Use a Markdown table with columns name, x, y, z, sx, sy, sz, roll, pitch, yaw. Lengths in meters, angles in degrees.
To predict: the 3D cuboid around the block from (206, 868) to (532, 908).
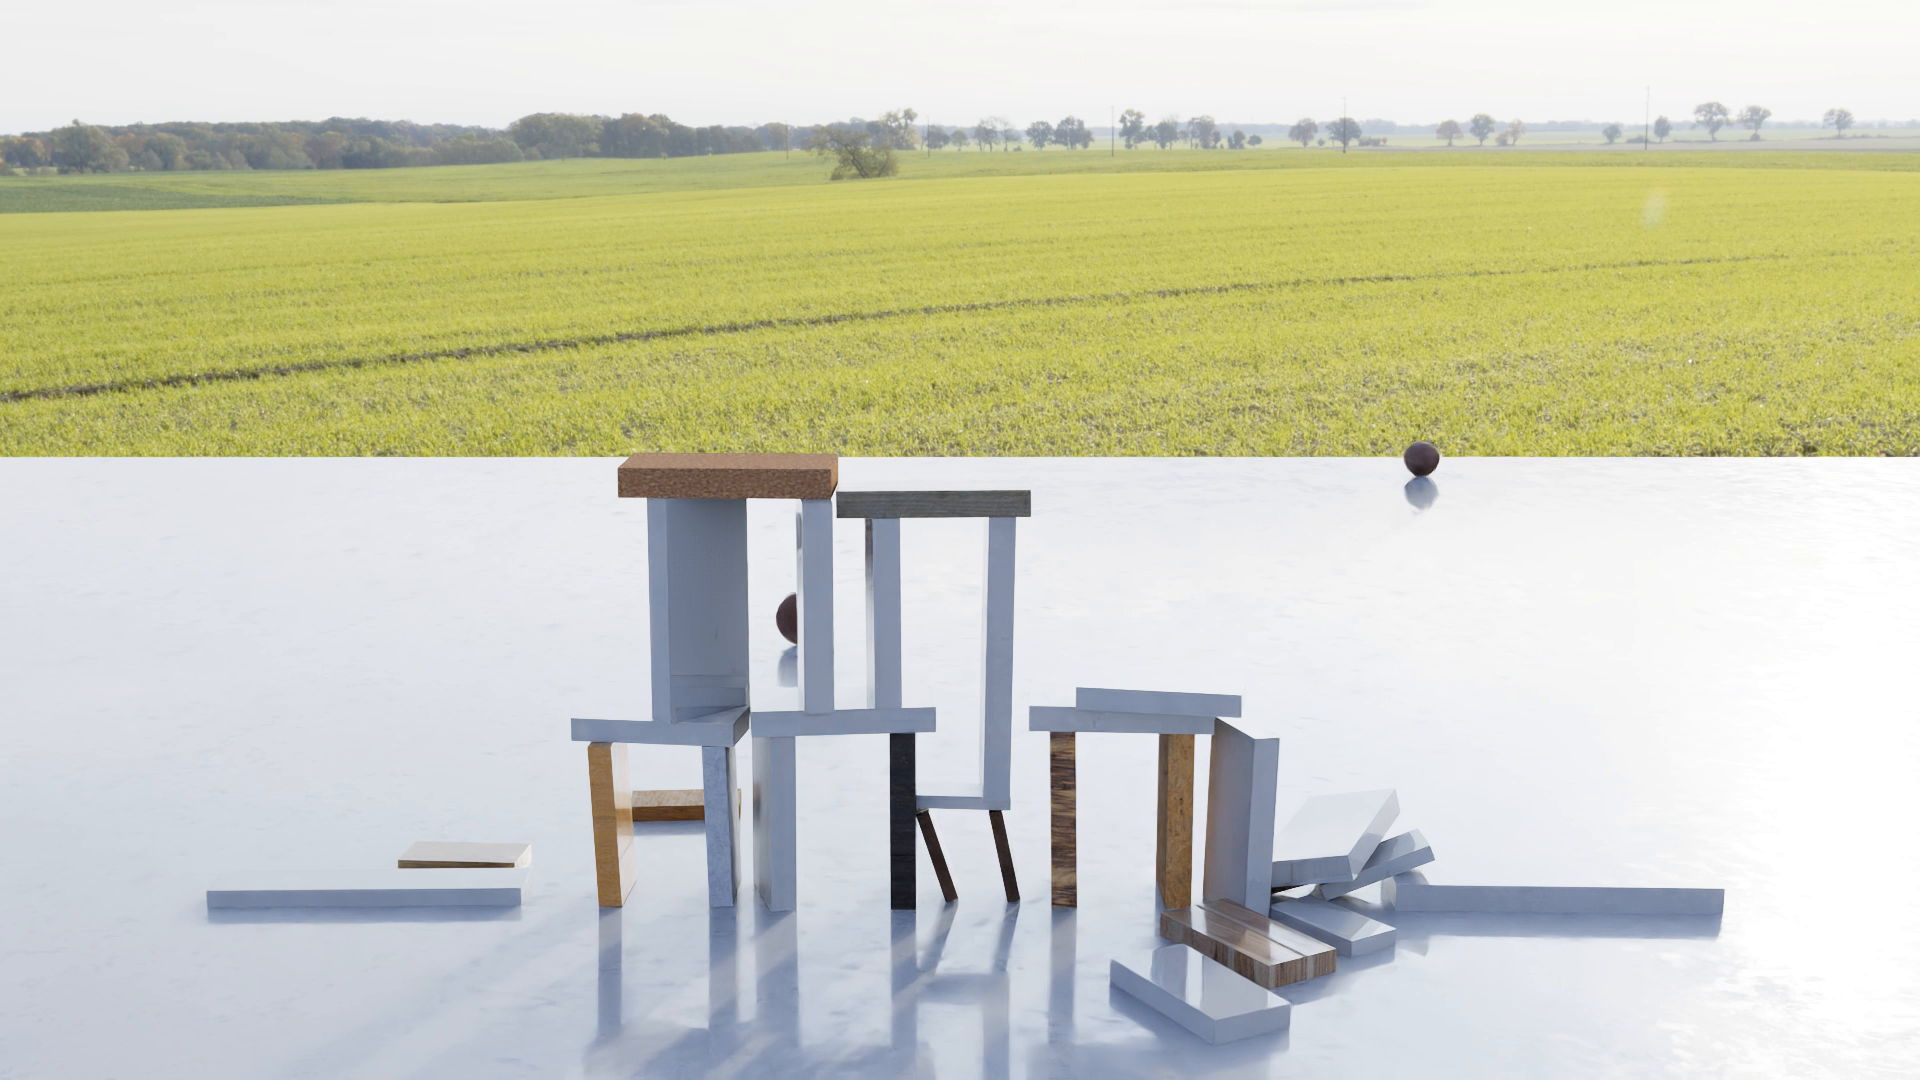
| name | x | y | z | sx | sy | sz | roll | pitch | yaw |
| --- | --- | --- | --- | --- | --- | --- | --- | --- | --- |
| block | -0.979 | 0.578 | 3.657 | 0.513 | 0.029 | 0.102 | 0 | 11 | -1 |

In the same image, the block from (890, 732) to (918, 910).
| name | x | y | z | sx | sy | sz | roll | pitch | yaw |
| --- | --- | --- | --- | --- | --- | --- | --- | --- | --- |
| block | -0.093 | 0.444 | 3.639 | 0.042 | 0.297 | 0.149 | 0 | 11 | 0 |

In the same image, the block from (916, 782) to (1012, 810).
| name | x | y | z | sx | sy | sz | roll | pitch | yaw |
| --- | --- | --- | --- | --- | --- | --- | --- | --- | --- |
| block | 0.007 | 0.424 | 3.643 | 0.155 | 0.022 | 0.077 | 1 | 11 | 2 |

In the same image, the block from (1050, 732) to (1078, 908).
| name | x | y | z | sx | sy | sz | roll | pitch | yaw |
| --- | --- | --- | --- | --- | --- | --- | --- | --- | --- |
| block | 0.171 | 0.443 | 3.645 | 0.042 | 0.298 | 0.149 | 0 | 10 | 3 |

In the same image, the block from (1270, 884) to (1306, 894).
| name | x | y | z | sx | sy | sz | roll | pitch | yaw |
| --- | --- | --- | --- | --- | --- | --- | --- | --- | --- |
| block | 0.554 | 0.551 | 3.668 | 0.192 | 0.027 | 0.096 | -15 | 9 | -2 |

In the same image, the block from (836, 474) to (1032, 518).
| name | x | y | z | sx | sy | sz | roll | pitch | yaw |
| --- | --- | --- | --- | --- | --- | --- | --- | --- | --- |
| block | -0.042 | -0.071 | 3.553 | 0.309 | 0.044 | 0.154 | 0 | 11 | 0 |

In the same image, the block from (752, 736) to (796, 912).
| name | x | y | z | sx | sy | sz | roll | pitch | yaw |
| --- | --- | --- | --- | --- | --- | --- | --- | --- | --- |
| block | -0.307 | 0.446 | 3.631 | 0.042 | 0.297 | 0.149 | -3 | 11 | -17 |

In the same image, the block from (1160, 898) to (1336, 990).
| name | x | y | z | sx | sy | sz | roll | pitch | yaw |
| --- | --- | --- | --- | --- | --- | --- | --- | --- | --- |
| block | 0.442 | 0.621 | 3.398 | 0.132 | 0.037 | 0.264 | -7 | 12 | -31 |

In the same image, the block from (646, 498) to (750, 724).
| name | x | y | z | sx | sy | sz | roll | pitch | yaw |
| --- | --- | --- | --- | --- | --- | --- | --- | --- | --- |
| block | -0.425 | 0.102 | 3.589 | 0.048 | 0.368 | 0.169 | 10 | 14 | 43 |

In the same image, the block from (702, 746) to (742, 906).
| name | x | y | z | sx | sy | sz | roll | pitch | yaw |
| --- | --- | --- | --- | --- | --- | --- | --- | --- | --- |
| block | -0.395 | 0.456 | 3.648 | 0.038 | 0.271 | 0.135 | -1 | 11 | 1 |

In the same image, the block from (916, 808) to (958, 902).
| name | x | y | z | sx | sy | sz | roll | pitch | yaw |
| --- | --- | --- | --- | --- | --- | --- | --- | --- | --- |
| block | -0.037 | 0.515 | 3.652 | 0.022 | 0.155 | 0.077 | -18 | 10 | 3 |

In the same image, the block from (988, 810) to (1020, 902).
| name | x | y | z | sx | sy | sz | roll | pitch | yaw |
| --- | --- | --- | --- | --- | --- | --- | --- | --- | --- |
| block | 0.074 | 0.514 | 3.653 | 0.022 | 0.155 | 0.077 | -11 | 10 | 3 |

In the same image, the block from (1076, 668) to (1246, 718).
| name | x | y | z | sx | sy | sz | roll | pitch | yaw |
| --- | --- | --- | --- | --- | --- | --- | --- | --- | --- |
| block | 0.327 | 0.246 | 3.555 | 0.264 | 0.037 | 0.132 | 2 | 11 | 11 |

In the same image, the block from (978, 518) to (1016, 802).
| name | x | y | z | sx | sy | sz | roll | pitch | yaw |
| --- | --- | --- | --- | --- | --- | --- | --- | --- | --- |
| block | 0.060 | 0.181 | 3.606 | 0.044 | 0.471 | 0.154 | 1 | 11 | -2 |

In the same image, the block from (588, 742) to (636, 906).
| name | x | y | z | sx | sy | sz | roll | pitch | yaw |
| --- | --- | --- | --- | --- | --- | --- | --- | --- | --- |
| block | -0.576 | 0.456 | 3.648 | 0.038 | 0.271 | 0.135 | -2 | 10 | 2 |

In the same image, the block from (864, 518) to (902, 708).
| name | x | y | z | sx | sy | sz | roll | pitch | yaw |
| --- | --- | --- | --- | --- | --- | --- | --- | --- | --- |
| block | -0.126 | 0.105 | 3.579 | 0.044 | 0.309 | 0.154 | -2 | 11 | -7 |

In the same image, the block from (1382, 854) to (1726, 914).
| name | x | y | z | sx | sy | sz | roll | pitch | yaw |
| --- | --- | --- | --- | --- | --- | --- | --- | --- | --- |
| block | 0.978 | 0.571 | 3.653 | 0.529 | 0.044 | 0.155 | 0 | 11 | 2 |

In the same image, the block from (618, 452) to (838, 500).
| name | x | y | z | sx | sy | sz | roll | pitch | yaw |
| --- | --- | --- | --- | --- | --- | --- | --- | --- | --- |
| block | -0.372 | -0.105 | 3.564 | 0.338 | 0.048 | 0.169 | 0 | 11 | 1 |

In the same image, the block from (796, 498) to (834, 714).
| name | x | y | z | sx | sy | sz | roll | pitch | yaw |
| --- | --- | --- | --- | --- | --- | --- | --- | --- | --- |
| block | -0.235 | 0.094 | 3.556 | 0.048 | 0.338 | 0.169 | -1 | 11 | -7 |

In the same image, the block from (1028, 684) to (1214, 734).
| name | x | y | z | sx | sy | sz | roll | pitch | yaw |
| --- | --- | --- | --- | --- | --- | --- | --- | --- | --- |
| block | 0.264 | 0.276 | 3.609 | 0.298 | 0.042 | 0.149 | 1 | 11 | 3 |

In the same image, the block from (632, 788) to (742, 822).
| name | x | y | z | sx | sy | sz | roll | pitch | yaw |
| --- | --- | --- | --- | --- | --- | --- | --- | --- | --- |
| block | -0.511 | 0.494 | 4.105 | 0.203 | 0.029 | 0.102 | -1 | 11 | -4 |

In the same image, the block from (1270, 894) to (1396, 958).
| name | x | y | z | sx | sy | sz | roll | pitch | yaw |
| --- | --- | --- | --- | --- | --- | --- | --- | --- | --- |
| block | 0.587 | 0.611 | 3.484 | 0.096 | 0.027 | 0.192 | -7 | 13 | -34 |

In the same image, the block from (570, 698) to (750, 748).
| name | x | y | z | sx | sy | sz | roll | pitch | yaw |
| --- | --- | --- | --- | --- | --- | --- | --- | --- | --- |
| block | -0.491 | 0.300 | 3.633 | 0.271 | 0.038 | 0.135 | 2 | 11 | 8 |

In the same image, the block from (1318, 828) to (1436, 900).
| name | x | y | z | sx | sy | sz | roll | pitch | yaw |
| --- | --- | --- | --- | --- | --- | --- | --- | --- | --- |
| block | 0.688 | 0.541 | 3.669 | 0.192 | 0.027 | 0.096 | -21 | 9 | 3 |

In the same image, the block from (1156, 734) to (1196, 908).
| name | x | y | z | sx | sy | sz | roll | pitch | yaw |
| --- | --- | --- | --- | --- | --- | --- | --- | --- | --- |
| block | 0.356 | 0.443 | 3.645 | 0.042 | 0.298 | 0.149 | 0 | 11 | -1 |

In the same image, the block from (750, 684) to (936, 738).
| name | x | y | z | sx | sy | sz | roll | pitch | yaw |
| --- | --- | --- | --- | --- | --- | --- | --- | --- | --- |
| block | -0.194 | 0.279 | 3.602 | 0.297 | 0.042 | 0.149 | -1 | 11 | -6 |

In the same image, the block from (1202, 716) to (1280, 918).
| name | x | y | z | sx | sy | sz | roll | pitch | yaw |
| --- | --- | --- | --- | --- | --- | --- | --- | --- | --- |
| block | 0.454 | 0.451 | 3.561 | 0.044 | 0.311 | 0.155 | -1 | 10 | -19 |

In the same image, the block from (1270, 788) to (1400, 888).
| name | x | y | z | sx | sy | sz | roll | pitch | yaw |
| --- | --- | --- | --- | --- | --- | --- | --- | --- | --- |
| block | 0.620 | 0.496 | 3.677 | 0.155 | 0.044 | 0.311 | -10 | 10 | 27 |

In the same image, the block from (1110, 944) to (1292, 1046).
| name | x | y | z | sx | sy | sz | roll | pitch | yaw |
| --- | --- | --- | --- | --- | --- | --- | --- | --- | --- |
| block | 0.347 | 0.658 | 3.200 | 0.132 | 0.037 | 0.264 | -5 | 12 | -29 |

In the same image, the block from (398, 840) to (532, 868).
| name | x | y | z | sx | sy | sz | roll | pitch | yaw |
| --- | --- | --- | --- | --- | --- | --- | --- | --- | --- |
| block | -0.854 | 0.552 | 3.796 | 0.203 | 0.029 | 0.102 | 1 | 11 | 4 |
